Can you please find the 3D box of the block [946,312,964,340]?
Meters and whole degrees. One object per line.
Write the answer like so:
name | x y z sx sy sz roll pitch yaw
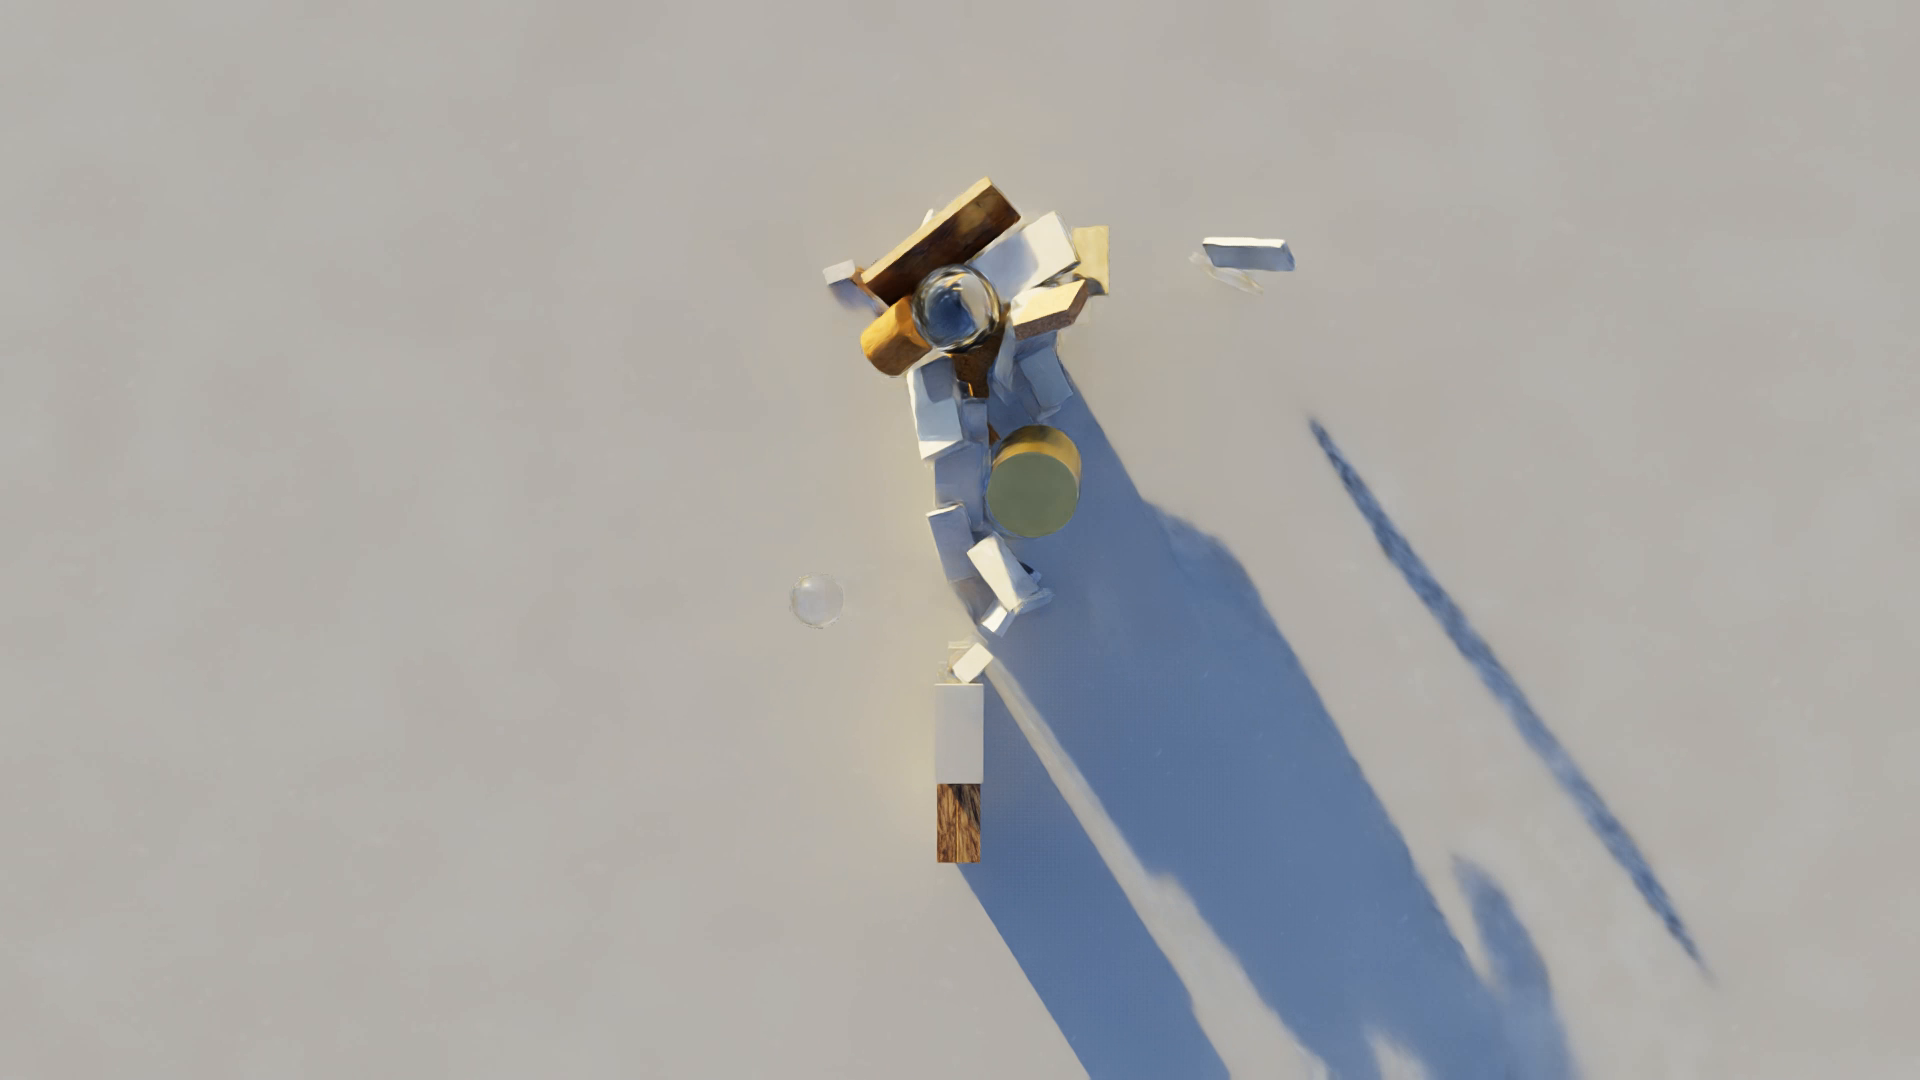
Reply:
block | -0.010 -0.695 5.491 0.065 0.018 0.130 -2 90 0

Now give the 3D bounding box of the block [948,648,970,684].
block | -0.003 0.424 5.339 0.075 0.021 0.150 0 90 0

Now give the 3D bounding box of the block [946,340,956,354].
block | -0.009 -0.601 5.478 0.065 0.018 0.130 -6 102 0

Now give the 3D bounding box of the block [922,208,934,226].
block | -0.110 -1.026 5.363 0.015 0.053 0.105 16 47 2

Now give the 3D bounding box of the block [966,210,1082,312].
block | 0.188 -0.851 5.130 0.356 0.050 0.178 -29 76 23

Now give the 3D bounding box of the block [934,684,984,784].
block | -0.003 0.588 5.010 0.149 0.042 0.297 0 90 0

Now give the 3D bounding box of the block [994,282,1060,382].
block | 0.216 -0.652 5.188 0.168 0.336 0.048 -25 60 -28

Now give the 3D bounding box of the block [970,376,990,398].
block | 0.059 -0.533 5.462 0.063 0.018 0.125 3 74 -31

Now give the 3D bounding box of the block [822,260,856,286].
block | -0.399 -0.892 5.493 0.105 0.015 0.053 -19 90 0

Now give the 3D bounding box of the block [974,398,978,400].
block | 0.017 -0.411 5.453 0.063 0.018 0.127 6 103 -38

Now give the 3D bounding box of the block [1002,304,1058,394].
block | 0.220 -0.614 5.146 0.168 0.336 0.048 -30 63 -19

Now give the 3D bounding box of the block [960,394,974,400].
block | 0.002 -0.416 5.417 0.063 0.018 0.127 9 100 -4

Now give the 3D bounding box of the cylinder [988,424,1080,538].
cylinder | 0.228 -0.182 5.021 0.271 0.271 0.271 2 111 5

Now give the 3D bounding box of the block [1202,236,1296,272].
block | 0.926 -0.918 5.289 0.031 0.303 0.110 -57 132 -20

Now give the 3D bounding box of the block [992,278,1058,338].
block | 0.202 -0.763 5.248 0.137 0.039 0.274 18 107 -23

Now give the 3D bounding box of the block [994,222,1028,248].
block | 0.119 -0.858 5.307 0.356 0.178 0.050 -38 64 12

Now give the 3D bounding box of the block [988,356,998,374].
block | 0.103 -0.683 5.377 0.137 0.039 0.274 17 119 -26

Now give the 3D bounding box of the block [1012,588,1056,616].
block | 0.241 0.201 5.358 0.136 0.068 0.019 -19 65 -32

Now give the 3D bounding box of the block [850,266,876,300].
block | -0.312 -0.854 5.484 0.105 0.015 0.053 42 90 -9

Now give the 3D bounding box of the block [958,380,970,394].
block | 0.001 -0.468 5.456 0.018 0.063 0.125 17 105 36

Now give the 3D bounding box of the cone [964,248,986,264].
cone | -0.094 -0.930 5.440 0.269 0.269 0.269 3 90 27

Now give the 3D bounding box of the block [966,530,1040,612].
block | 0.141 0.103 5.383 0.122 0.034 0.243 -38 74 6

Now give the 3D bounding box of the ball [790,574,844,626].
ball | -0.458 0.192 5.286 0.172 0.172 0.172 0 90 0

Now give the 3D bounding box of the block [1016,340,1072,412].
block | 0.263 -0.512 5.150 0.110 0.031 0.220 -29 133 1

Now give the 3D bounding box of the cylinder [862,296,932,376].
cylinder | -0.184 -0.645 5.224 0.184 0.184 0.184 -34 90 43

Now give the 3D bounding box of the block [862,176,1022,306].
block | -0.059 -0.922 5.180 0.503 0.178 0.050 -36 47 15

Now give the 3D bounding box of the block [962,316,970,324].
block | 0.053 -0.686 5.420 0.065 0.130 0.018 -30 50 -9

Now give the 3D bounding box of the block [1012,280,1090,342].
block | 0.270 -0.672 4.807 0.168 0.336 0.048 -15 109 19

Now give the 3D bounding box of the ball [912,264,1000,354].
ball | -0.013 -0.700 5.000 0.271 0.271 0.271 0 90 0

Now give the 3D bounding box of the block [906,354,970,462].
block | -0.071 -0.421 5.285 0.158 0.045 0.316 -24 62 26

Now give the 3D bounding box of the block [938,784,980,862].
block | -0.004 0.879 5.207 0.137 0.039 0.274 0 90 0

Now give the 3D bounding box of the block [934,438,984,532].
block | -0.005 -0.181 5.418 0.158 0.045 0.316 0 113 0

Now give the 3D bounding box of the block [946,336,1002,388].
block | 0.064 -0.639 5.343 0.137 0.039 0.277 22 117 -20

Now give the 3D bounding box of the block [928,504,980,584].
block | -0.016 0.012 5.443 0.121 0.034 0.243 -16 109 2

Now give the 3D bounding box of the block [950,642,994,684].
block | 0.037 0.382 5.084 0.068 0.019 0.136 42 52 6

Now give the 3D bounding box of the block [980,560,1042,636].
block | 0.167 0.193 5.438 0.034 0.122 0.243 33 90 -27

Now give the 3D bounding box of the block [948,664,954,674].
block | -0.001 0.408 5.207 0.068 0.242 0.019 0 88 0

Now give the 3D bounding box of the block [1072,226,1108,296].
block | 0.409 -0.872 5.165 0.110 0.031 0.220 -1 78 7

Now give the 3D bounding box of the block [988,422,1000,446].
block | 0.066 -0.326 5.491 0.127 0.018 0.063 -37 90 0

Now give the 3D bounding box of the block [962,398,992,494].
block | 0.018 -0.301 5.417 0.158 0.045 0.316 -5 112 2
